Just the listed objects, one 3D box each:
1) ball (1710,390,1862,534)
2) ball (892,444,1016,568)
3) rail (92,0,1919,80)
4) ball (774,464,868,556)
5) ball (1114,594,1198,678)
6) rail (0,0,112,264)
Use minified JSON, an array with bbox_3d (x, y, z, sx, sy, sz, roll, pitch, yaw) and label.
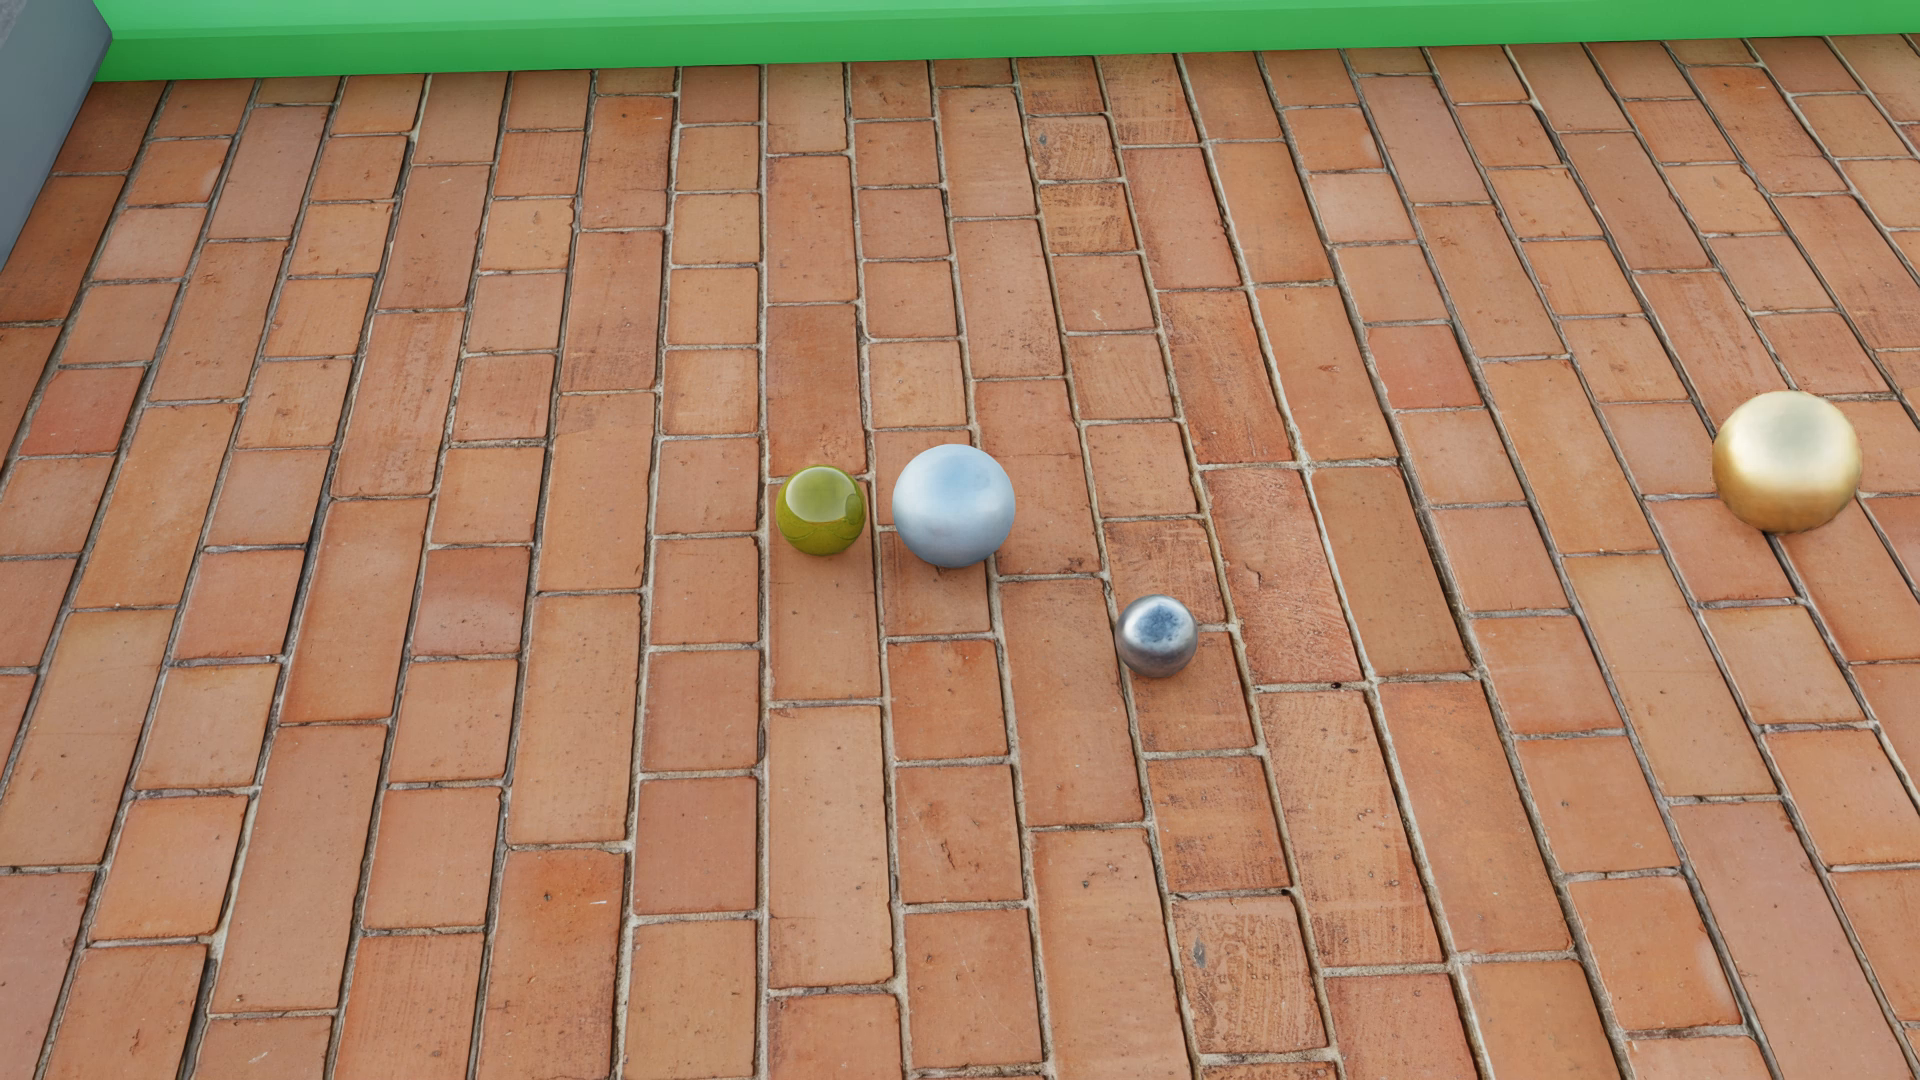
[{"bbox_3d":[0.565,-0.053,1.753,0.099,0.099,0.099,0,36,0],"label":"ball"},{"bbox_3d":[-0.004,-0.023,1.724,0.083,0.083,0.083,0,36,0],"label":"ball"},{"bbox_3d":[0.701,-0.513,2.364,3.004,0.128,0.045,-2,36,-3],"label":"rail"},{"bbox_3d":[-0.094,-0.020,1.738,0.063,0.063,0.063,0,36,0],"label":"ball"},{"bbox_3d":[0.125,0.061,1.633,0.054,0.054,0.054,0,36,0],"label":"ball"},{"bbox_3d":[-0.726,0.000,1.652,0.045,0.128,1.624,-2,36,-3],"label":"rail"}]
